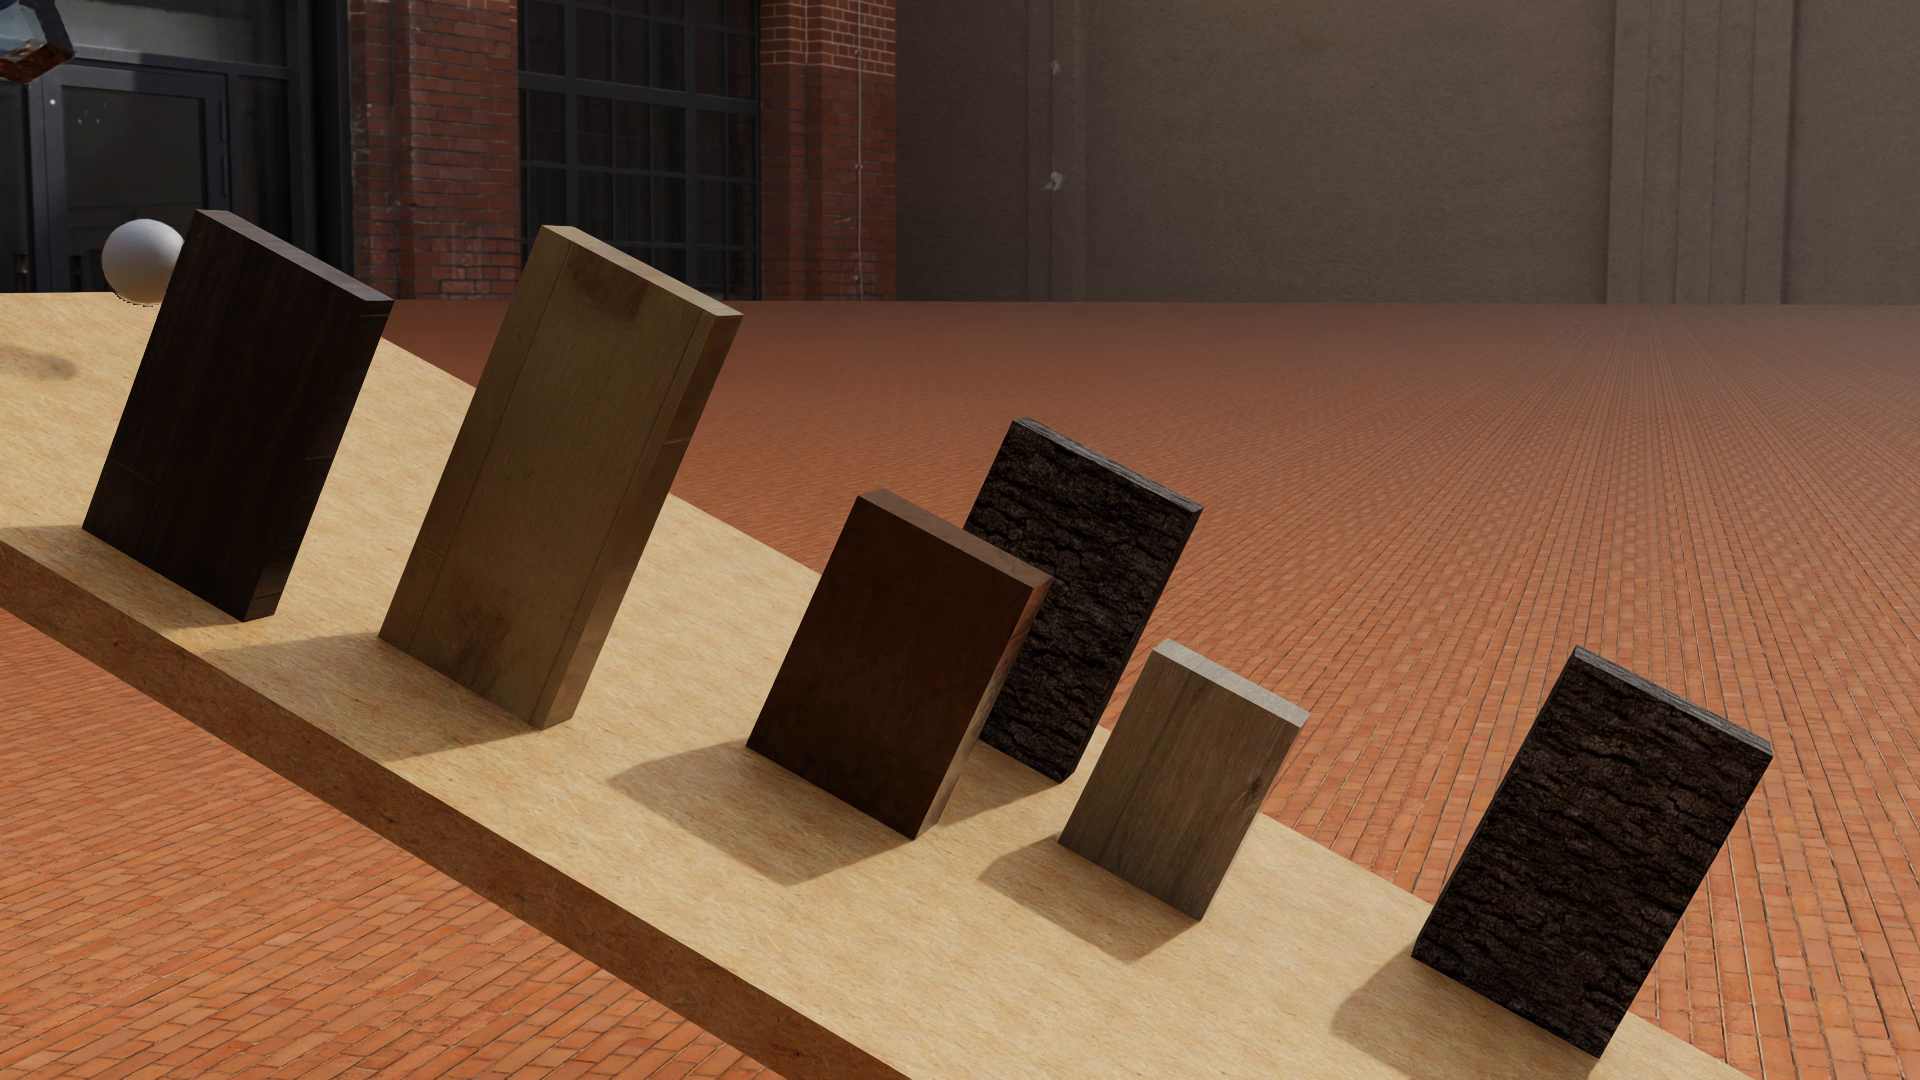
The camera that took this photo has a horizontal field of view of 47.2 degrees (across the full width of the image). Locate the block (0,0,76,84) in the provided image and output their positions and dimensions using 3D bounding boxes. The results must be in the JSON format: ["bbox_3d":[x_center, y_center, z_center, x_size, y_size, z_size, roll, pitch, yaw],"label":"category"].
[{"bbox_3d":[-1.944,-1.045,4.535,0.135,0.135,0.135,-26,-9,12],"label":"block"}]

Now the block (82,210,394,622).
[{"bbox_3d":[-1.172,-0.200,3.557,0.334,0.572,0.085,28,14,12],"label":"block"}]

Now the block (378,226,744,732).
[{"bbox_3d":[-0.670,-0.102,3.658,0.337,0.762,0.112,28,14,12],"label":"block"}]

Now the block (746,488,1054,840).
[{"bbox_3d":[-0.110,0.220,3.958,0.355,0.512,0.142,28,14,12],"label":"block"}]

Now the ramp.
[{"bbox_3d":[-0.260,0.442,4.168,4.000,0.100,2.000,28,14,12],"label":"ramp"}]

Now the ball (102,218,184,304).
[{"bbox_3d":[-1.614,-0.552,4.363,0.168,0.168,0.168,0,7,0],"label":"ball"}]

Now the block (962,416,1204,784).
[{"bbox_3d":[0.175,0.123,4.566,0.416,0.633,0.115,28,14,12],"label":"block"}]

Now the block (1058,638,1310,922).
[{"bbox_3d":[0.427,0.455,4.199,0.309,0.425,0.141,28,14,12],"label":"block"}]

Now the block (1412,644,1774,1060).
[{"bbox_3d":[1.264,0.625,4.428,0.415,0.704,0.148,28,14,12],"label":"block"}]
